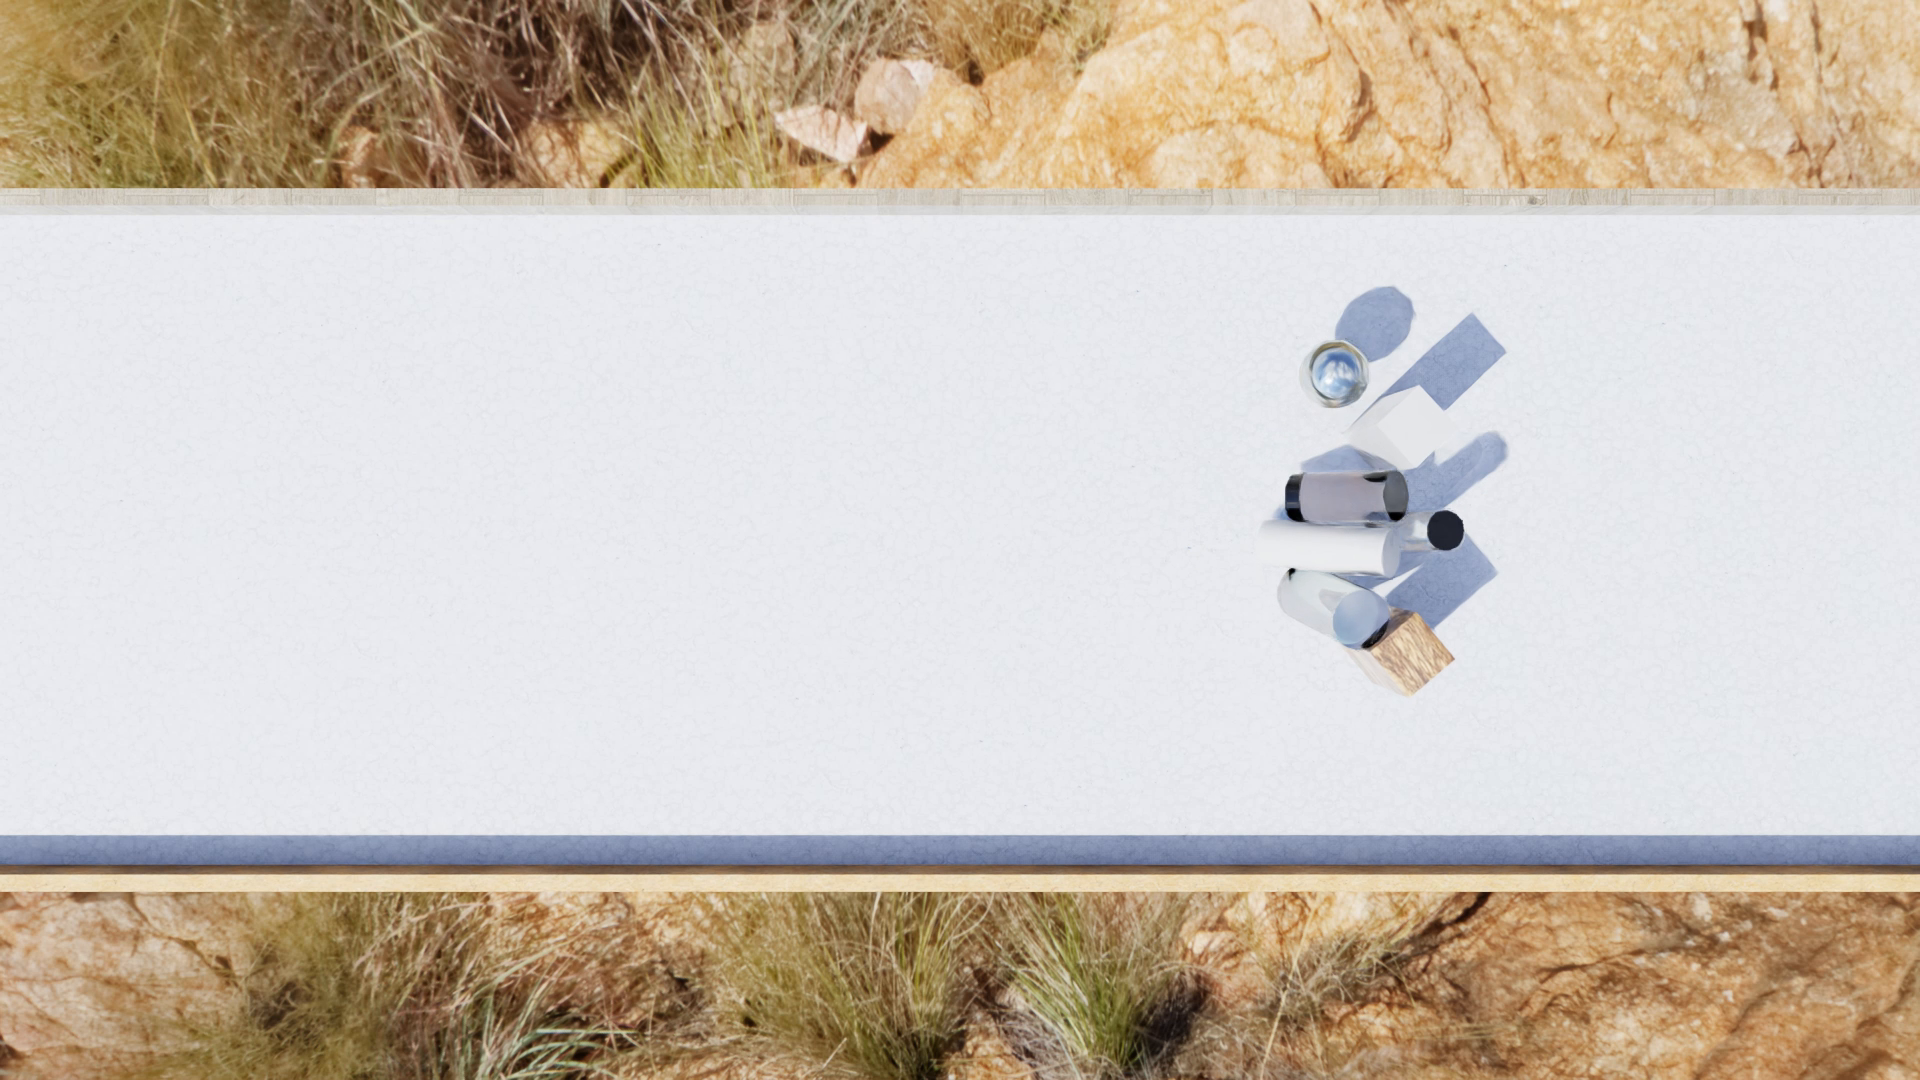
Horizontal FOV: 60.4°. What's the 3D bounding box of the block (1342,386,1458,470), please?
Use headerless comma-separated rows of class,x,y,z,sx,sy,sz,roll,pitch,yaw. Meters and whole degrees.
block,1.289,-0.320,4.861,0.165,0.431,0.165,-43,90,0

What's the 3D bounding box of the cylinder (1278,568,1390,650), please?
cylinder,1.097,0.193,4.873,0.175,0.372,0.175,-3,101,-14

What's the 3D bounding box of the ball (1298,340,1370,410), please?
ball,1.085,-0.480,4.782,0.202,0.202,0.202,0,90,0

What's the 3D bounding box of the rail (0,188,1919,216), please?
rail,-2.247,-1.025,5.002,12.000,0.150,0.050,0,90,0

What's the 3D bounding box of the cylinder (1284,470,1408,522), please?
cylinder,1.148,-0.128,4.910,0.328,0.152,0.152,0,90,42

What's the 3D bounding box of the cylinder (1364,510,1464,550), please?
cylinder,1.333,-0.025,4.868,0.116,0.401,0.116,0,89,-12

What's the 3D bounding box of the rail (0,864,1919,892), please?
rail,-2.247,1.025,5.001,12.000,0.150,0.050,0,90,0

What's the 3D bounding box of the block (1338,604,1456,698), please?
block,1.283,0.322,4.882,0.174,0.382,0.174,-40,93,0

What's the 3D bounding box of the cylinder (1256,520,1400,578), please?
cylinder,1.091,0.025,4.904,0.395,0.143,0.143,6,90,35
